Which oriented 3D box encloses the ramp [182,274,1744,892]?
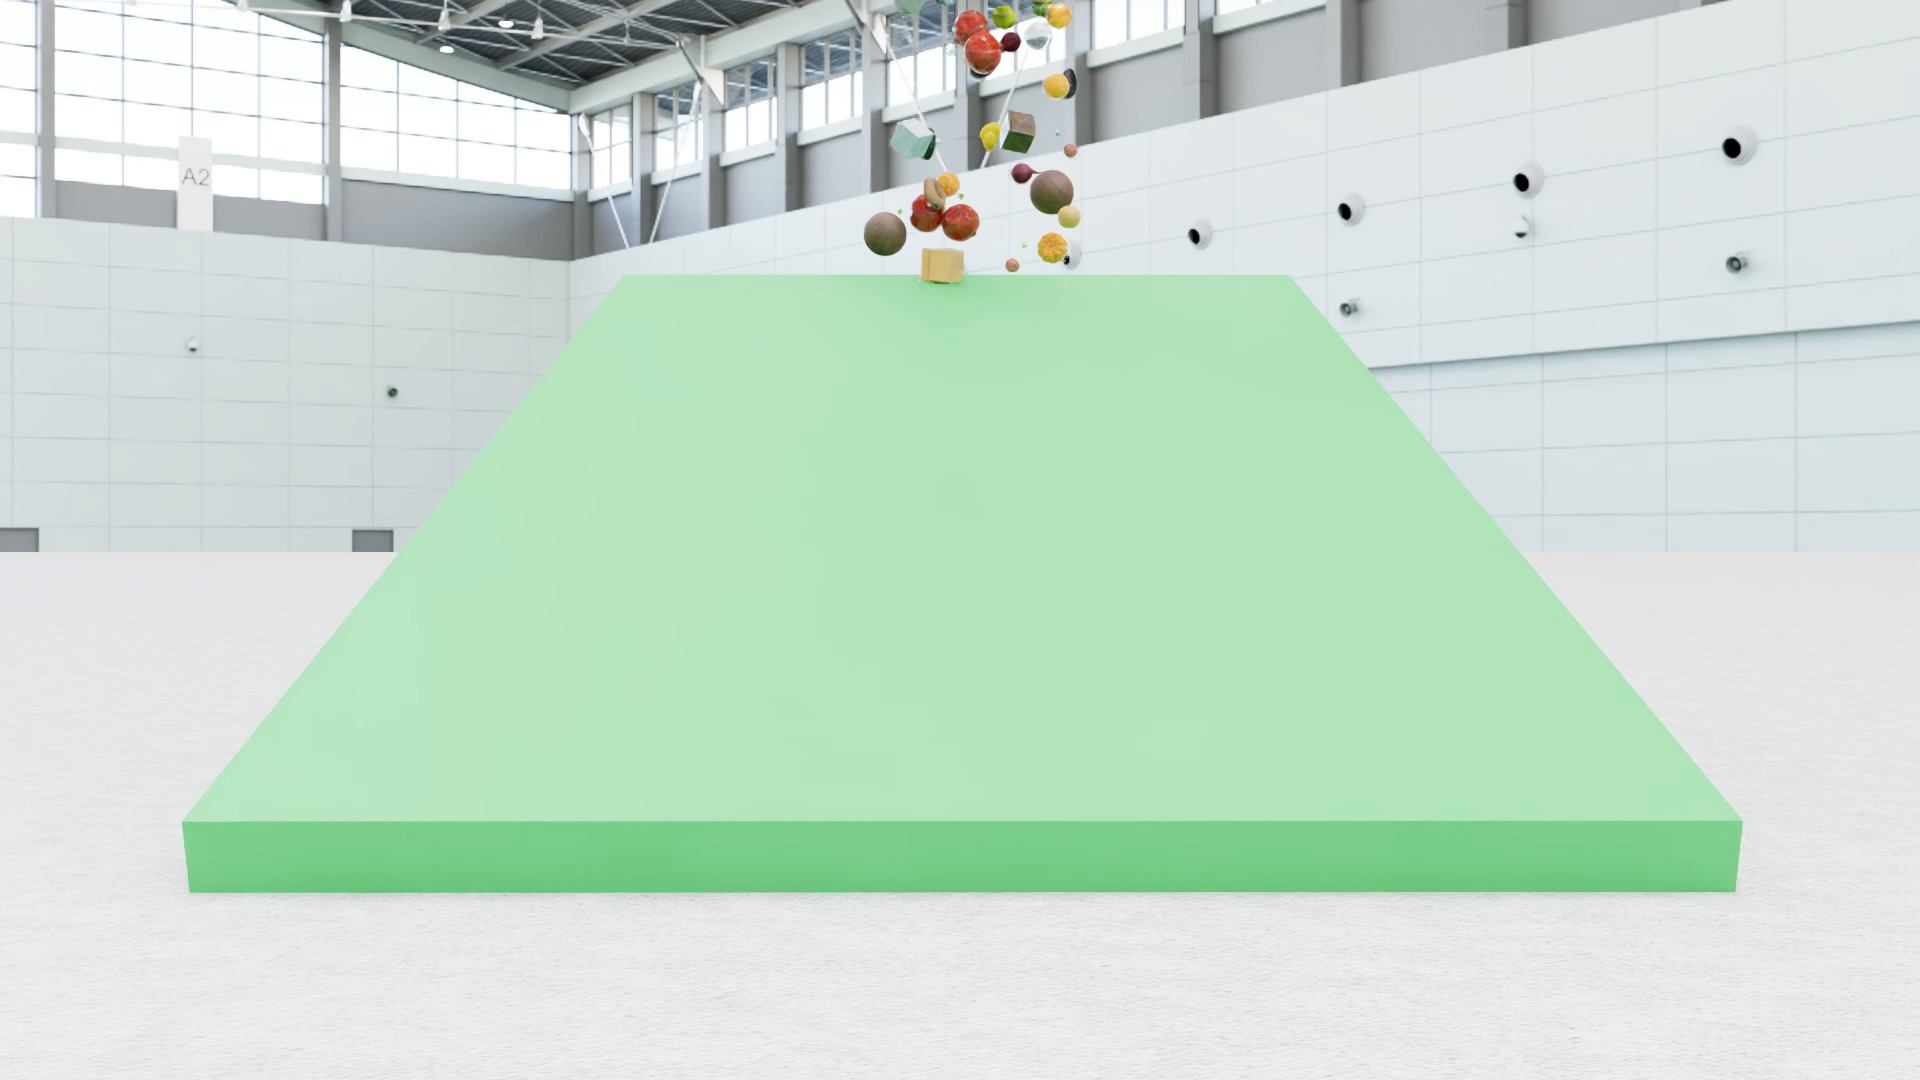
[{"bbox_3d":[-0.003,-0.171,4.771,2.000,0.100,4.000,0,17,0],"label":"ramp"}]

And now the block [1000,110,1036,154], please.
[{"bbox_3d":[0.169,-1.196,6.511,0.080,0.080,0.080,9,-34,-14],"label":"block"}]

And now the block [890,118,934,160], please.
[{"bbox_3d":[-0.137,-1.135,6.286,0.077,0.077,0.077,41,36,17],"label":"block"}]

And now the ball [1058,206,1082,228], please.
[{"bbox_3d":[0.308,-0.911,6.260,0.067,0.067,0.067,0,0,0],"label":"ball"}]

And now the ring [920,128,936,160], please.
[{"bbox_3d":[-0.096,-1.153,6.465,0.033,0.098,0.098,3,-1,-17],"label":"ring"}]

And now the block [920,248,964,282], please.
[{"bbox_3d":[-0.052,-0.810,6.531,0.092,0.092,0.092,8,11,25],"label":"block"}]

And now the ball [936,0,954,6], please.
[{"bbox_3d":[-0.044,-1.584,6.432,0.067,0.067,0.067,0,0,0],"label":"ball"}]

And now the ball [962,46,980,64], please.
[{"bbox_3d":[0.033,-1.429,6.551,0.051,0.051,0.051,0,0,0],"label":"ball"}]

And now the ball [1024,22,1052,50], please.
[{"bbox_3d":[0.231,-1.479,6.511,0.084,0.084,0.084,0,0,0],"label":"ball"}]

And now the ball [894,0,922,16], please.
[{"bbox_3d":[-0.154,-1.616,6.660,0.085,0.085,0.085,0,0,0],"label":"ball"}]

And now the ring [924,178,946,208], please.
[{"bbox_3d":[-0.073,-1.016,6.505,0.033,0.098,0.098,-24,-10,23],"label":"ring"}]
